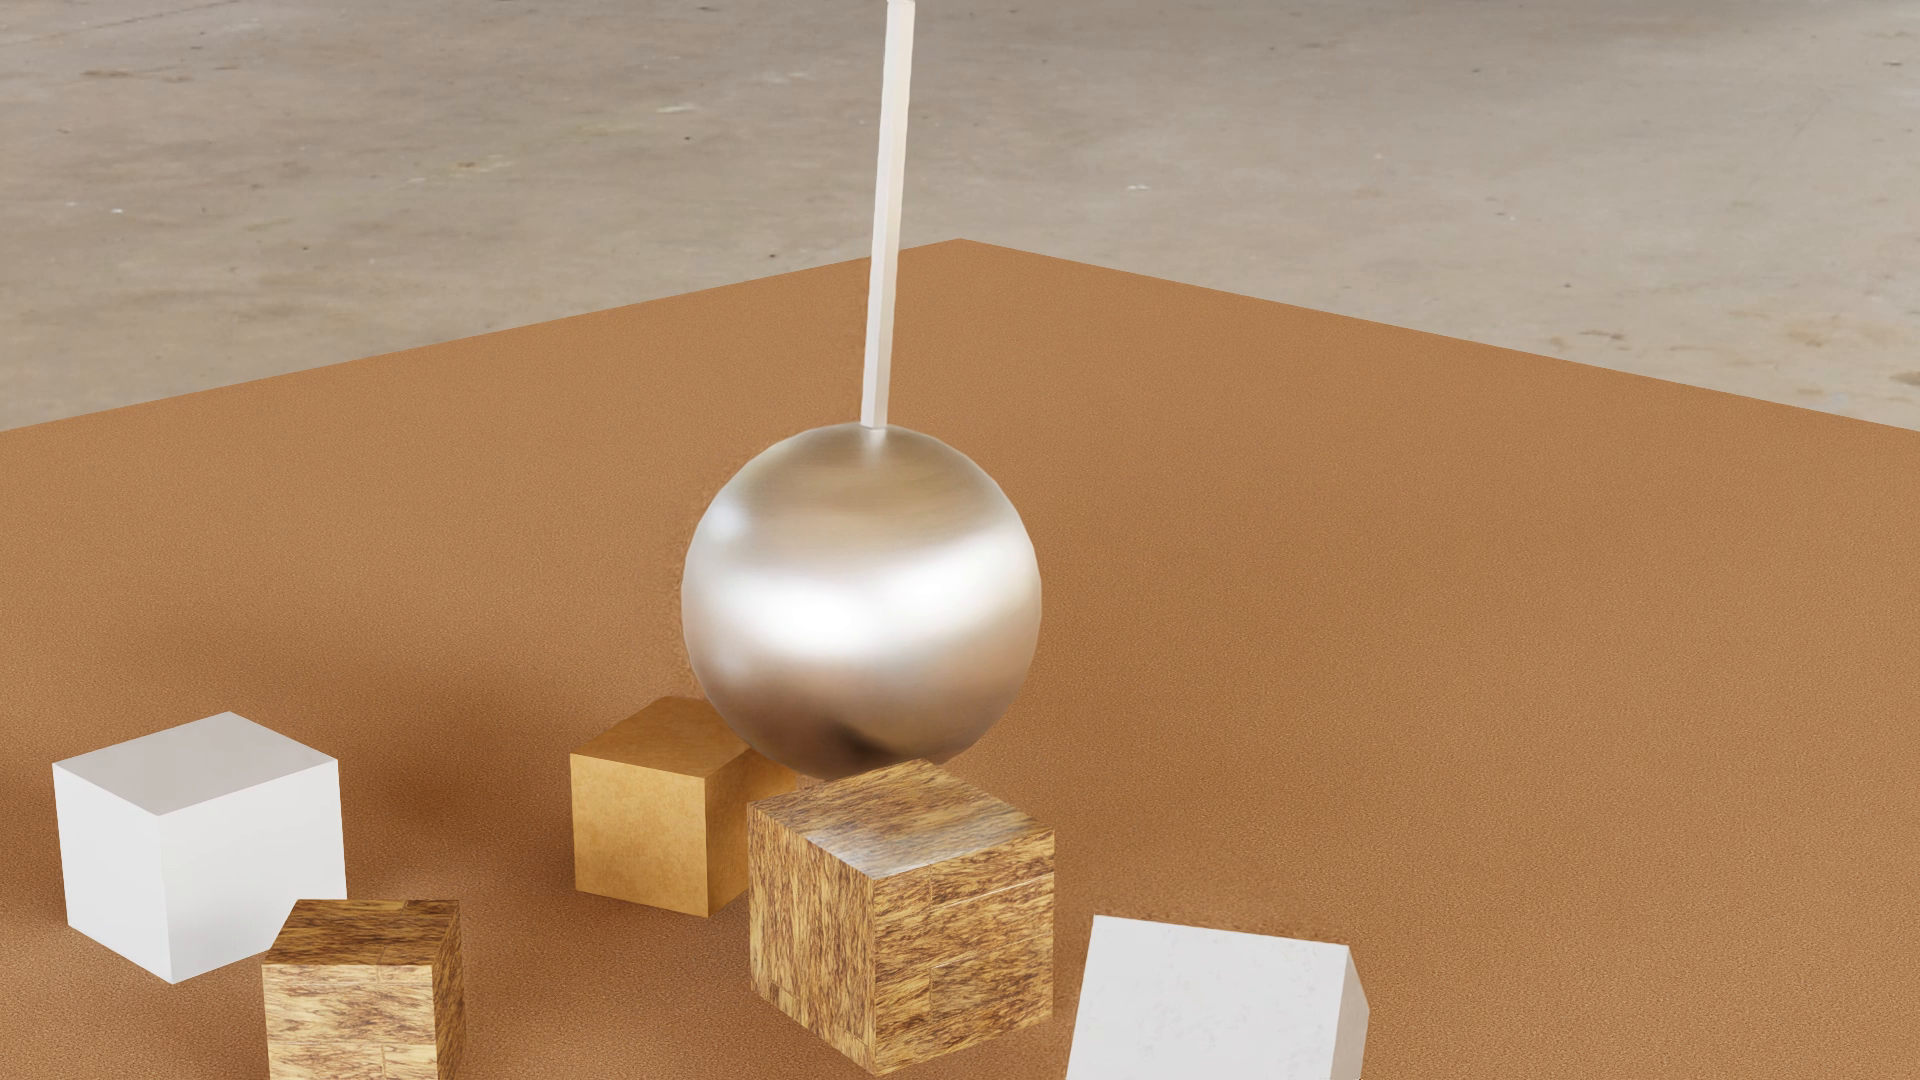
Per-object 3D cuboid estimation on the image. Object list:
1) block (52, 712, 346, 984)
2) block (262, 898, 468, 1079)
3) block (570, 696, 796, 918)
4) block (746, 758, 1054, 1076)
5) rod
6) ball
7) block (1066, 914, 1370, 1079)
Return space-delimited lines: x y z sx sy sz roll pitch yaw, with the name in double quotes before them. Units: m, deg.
"block" -3.322 1.327 12.846 0.851 0.766 0.885 16 24 42
"block" -2.320 1.823 11.486 0.645 0.634 0.597 0 17 1
"block" -1.252 1.204 13.405 0.692 0.665 0.820 8 19 24
"block" -0.249 1.528 12.073 0.872 0.846 0.947 -12 21 -33
"rod" -0.189 -3.023 12.194 0.080 5.200 0.080 17 18 42
"ball" -0.436 0.277 12.972 1.600 1.600 1.600 0 17 0
"block" 0.933 1.877 10.519 0.906 0.748 0.836 5 -22 16
